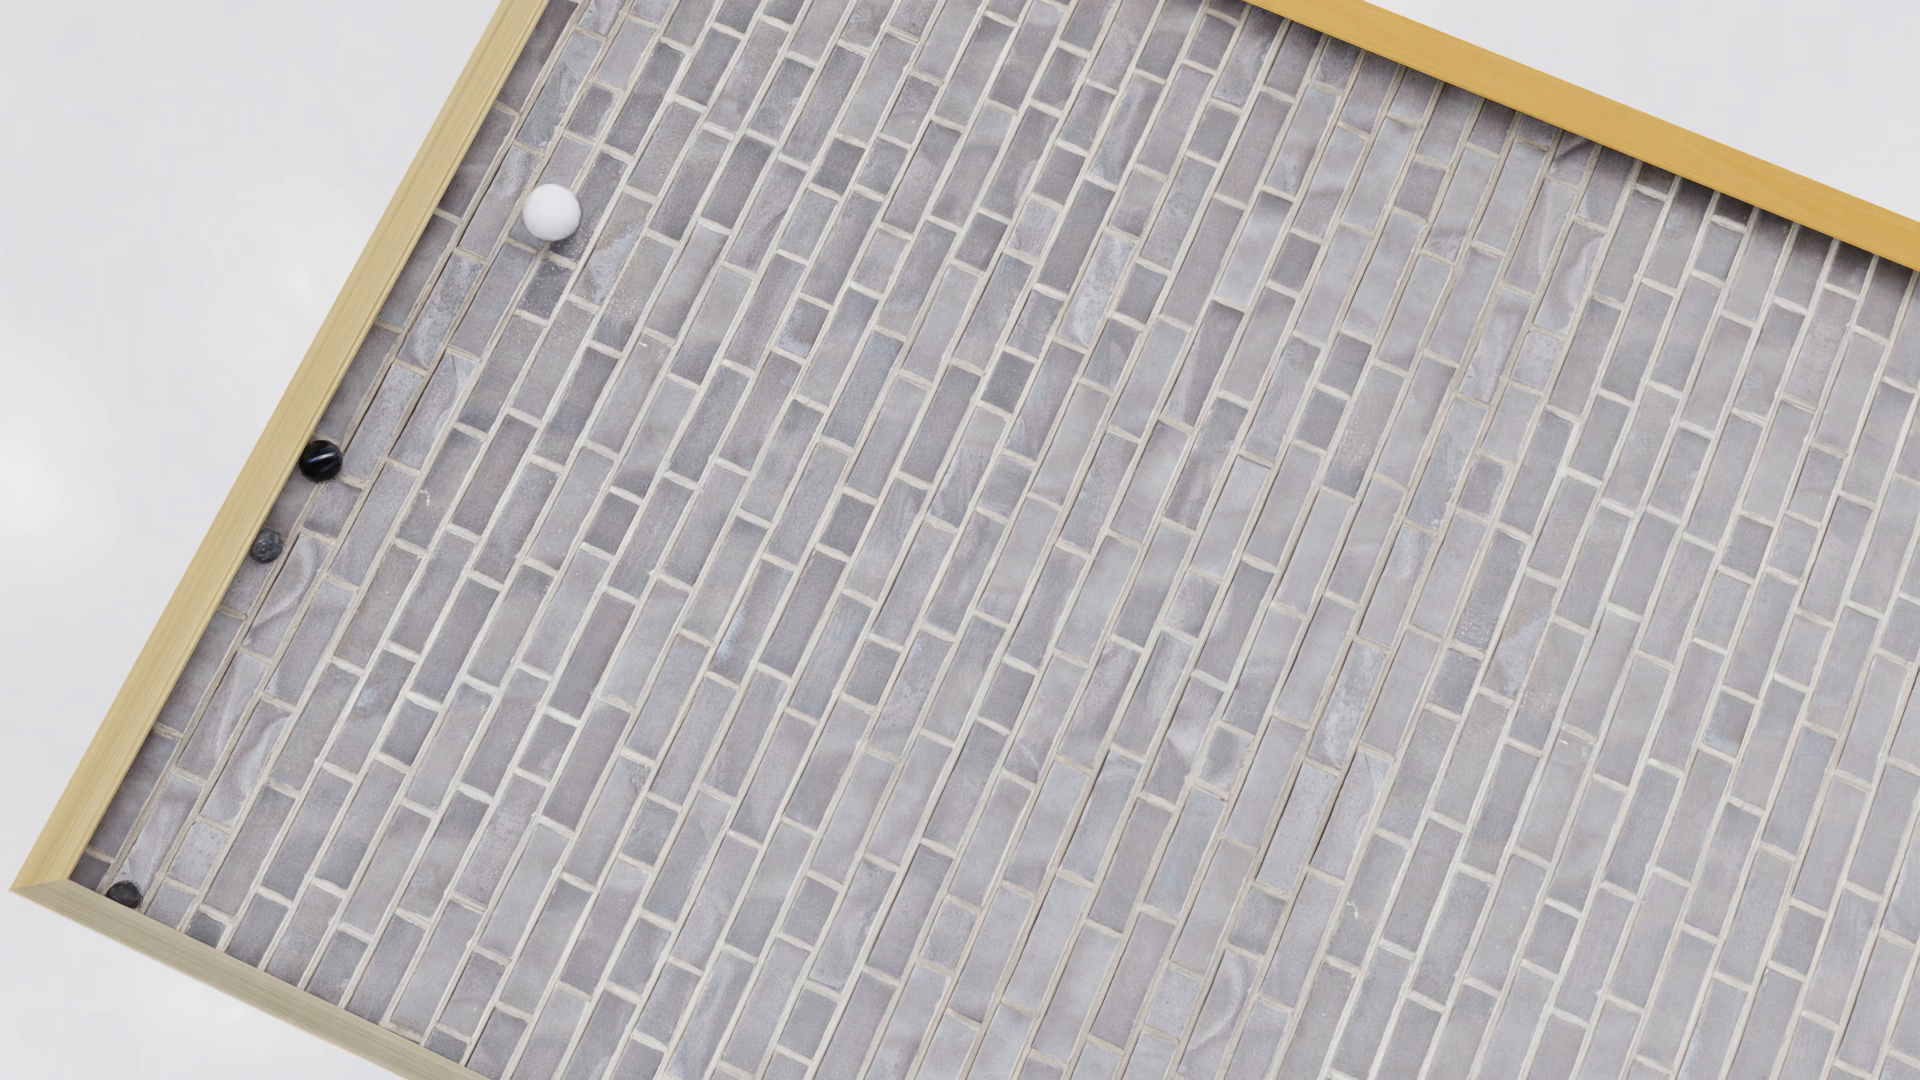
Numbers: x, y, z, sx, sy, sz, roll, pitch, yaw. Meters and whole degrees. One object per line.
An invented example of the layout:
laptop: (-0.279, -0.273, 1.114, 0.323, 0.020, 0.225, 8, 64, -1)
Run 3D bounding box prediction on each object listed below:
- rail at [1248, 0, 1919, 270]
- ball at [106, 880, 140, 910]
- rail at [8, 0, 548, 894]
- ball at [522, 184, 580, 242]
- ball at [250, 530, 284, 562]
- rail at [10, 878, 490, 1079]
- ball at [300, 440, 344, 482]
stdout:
rail: (1.345, -0.508, 3.448, 4.060, 0.116, 0.045, 24, 77, 6)
ball: (-1.224, 0.523, 3.216, 0.049, 0.049, 0.049, 0, 75, 0)
rail: (-0.904, -0.401, 3.421, 0.045, 0.116, 2.093, 24, 77, 6)
ball: (-0.644, -0.515, 3.465, 0.089, 0.089, 0.089, 0, 75, 0)
ball: (-1.056, 0.008, 3.349, 0.050, 0.050, 0.050, 0, 75, 0)
rail: (0.507, 1.298, 2.979, 4.060, 0.116, 0.045, 24, 77, 6)
ball: (-0.980, -0.121, 3.375, 0.065, 0.065, 0.065, 0, 75, 0)
